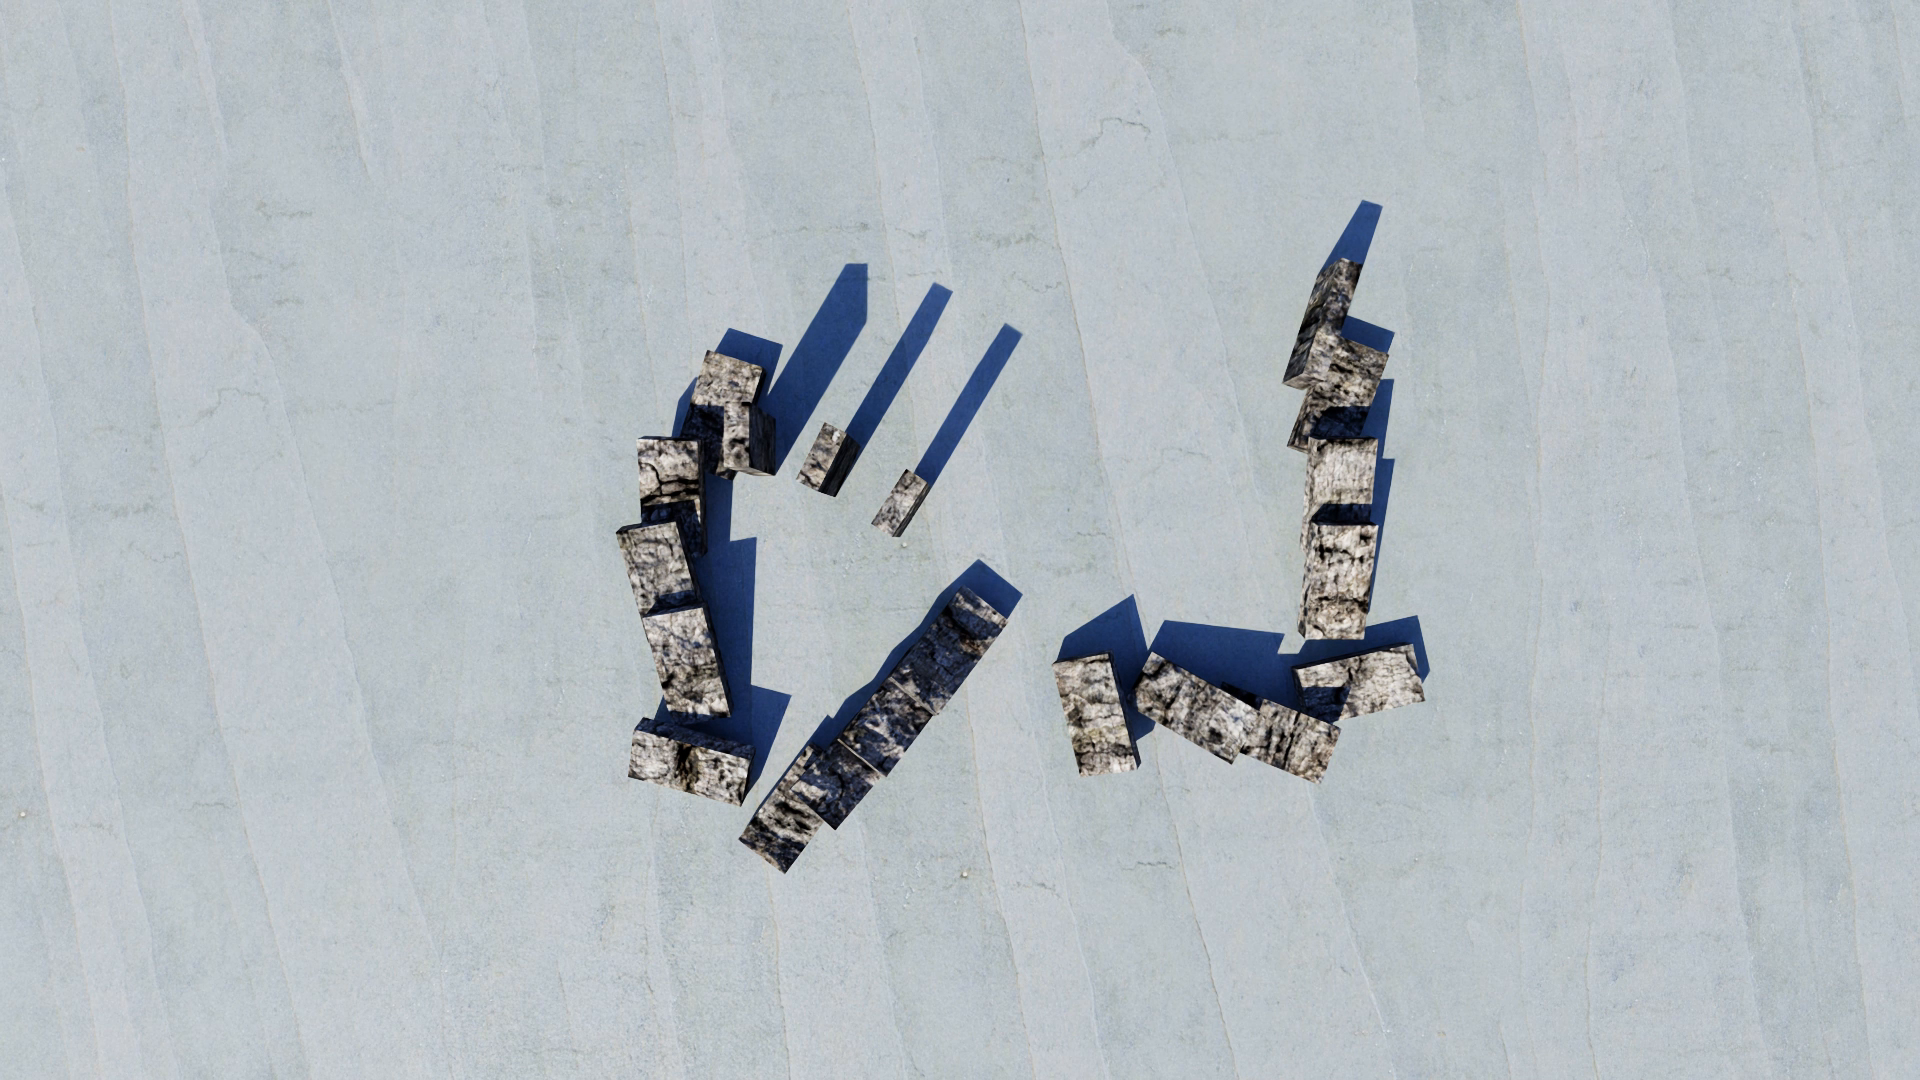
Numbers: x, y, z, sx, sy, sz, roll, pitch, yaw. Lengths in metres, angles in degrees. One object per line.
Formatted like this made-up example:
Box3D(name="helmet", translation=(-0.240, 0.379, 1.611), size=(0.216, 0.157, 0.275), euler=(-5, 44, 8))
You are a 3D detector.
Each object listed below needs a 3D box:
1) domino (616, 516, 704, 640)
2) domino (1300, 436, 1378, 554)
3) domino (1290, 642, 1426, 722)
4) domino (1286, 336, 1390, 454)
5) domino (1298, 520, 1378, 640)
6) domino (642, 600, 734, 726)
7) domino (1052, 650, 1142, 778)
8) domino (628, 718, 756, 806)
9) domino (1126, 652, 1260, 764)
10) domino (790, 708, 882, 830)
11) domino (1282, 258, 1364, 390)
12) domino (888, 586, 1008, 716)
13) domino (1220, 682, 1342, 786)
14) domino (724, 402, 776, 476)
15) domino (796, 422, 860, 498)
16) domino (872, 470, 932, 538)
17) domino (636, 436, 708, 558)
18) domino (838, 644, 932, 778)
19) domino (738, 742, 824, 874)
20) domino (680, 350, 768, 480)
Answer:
Box3D(name="domino", translation=(-0.125, 0.017, 0.388), size=(0.025, 0.010, 0.050), euler=(-10, 107, 0))
Box3D(name="domino", translation=(0.161, -0.019, 0.389), size=(0.025, 0.010, 0.050), euler=(-1, 105, 0))
Box3D(name="domino", translation=(0.171, 0.062, 0.395), size=(0.050, 0.009, 0.025), euler=(-13, 90, 0))
Box3D(name="domino", translation=(0.163, -0.060, 0.395), size=(0.025, 0.009, 0.050), euler=(20, 90, 0))
Box3D(name="domino", translation=(0.160, 0.017, 0.389), size=(0.025, 0.010, 0.050), euler=(0, 106, 0))
Box3D(name="domino", translation=(-0.115, 0.053, 0.389), size=(0.025, 0.010, 0.050), euler=(-10, 105, 0))
Box3D(name="domino", translation=(0.058, 0.074, 0.391), size=(0.025, 0.010, 0.050), euler=(-14, 90, 23))
Box3D(name="domino", translation=(-0.114, 0.095, 0.391), size=(0.050, 0.010, 0.025), euler=(15, 113, 0))
Box3D(name="domino", translation=(0.098, 0.071, 0.389), size=(0.050, 0.010, 0.025), euler=(29, 93, 14))
Box3D(name="domino", translation=(-0.045, 0.094, 0.388), size=(0.025, 0.009, 0.050), euler=(42, 71, 0))
Box3D(name="domino", translation=(0.153, -0.090, 0.388), size=(0.010, 0.025, 0.050), euler=(18, 90, 0))
Box3D(name="domino", translation=(-0.005, 0.047, 0.388), size=(0.025, 0.009, 0.050), euler=(39, 72, 0))
Box3D(name="domino", translation=(0.132, 0.082, 0.389), size=(0.050, 0.009, 0.025), euler=(21, 90, 15))
Box3D(name="domino", translation=(-0.085, -0.040, 0.375), size=(0.009, 0.050, 0.025), euler=(0, 90, 0))
Box3D(name="domino", translation=(-0.053, -0.032, 0.375), size=(0.009, 0.050, 0.025), euler=(27, 90, 0))
Box3D(name="domino", translation=(-0.023, -0.014, 0.375), size=(0.010, 0.050, 0.025), euler=(33, 90, 0))
Box3D(name="domino", translation=(-0.122, -0.018, 0.389), size=(0.025, 0.009, 0.050), euler=(2, 106, 0))
Box3D(name="domino", translation=(-0.026, 0.072, 0.387), size=(0.025, 0.010, 0.050), euler=(39, 71, -1))
Box3D(name="domino", translation=(-0.070, 0.115, 0.395), size=(0.025, 0.010, 0.050), euler=(37, 90, 0))
Box3D(name="domino", translation=(-0.103, -0.054, 0.395), size=(0.025, 0.009, 0.050), euler=(18, 90, 0))
